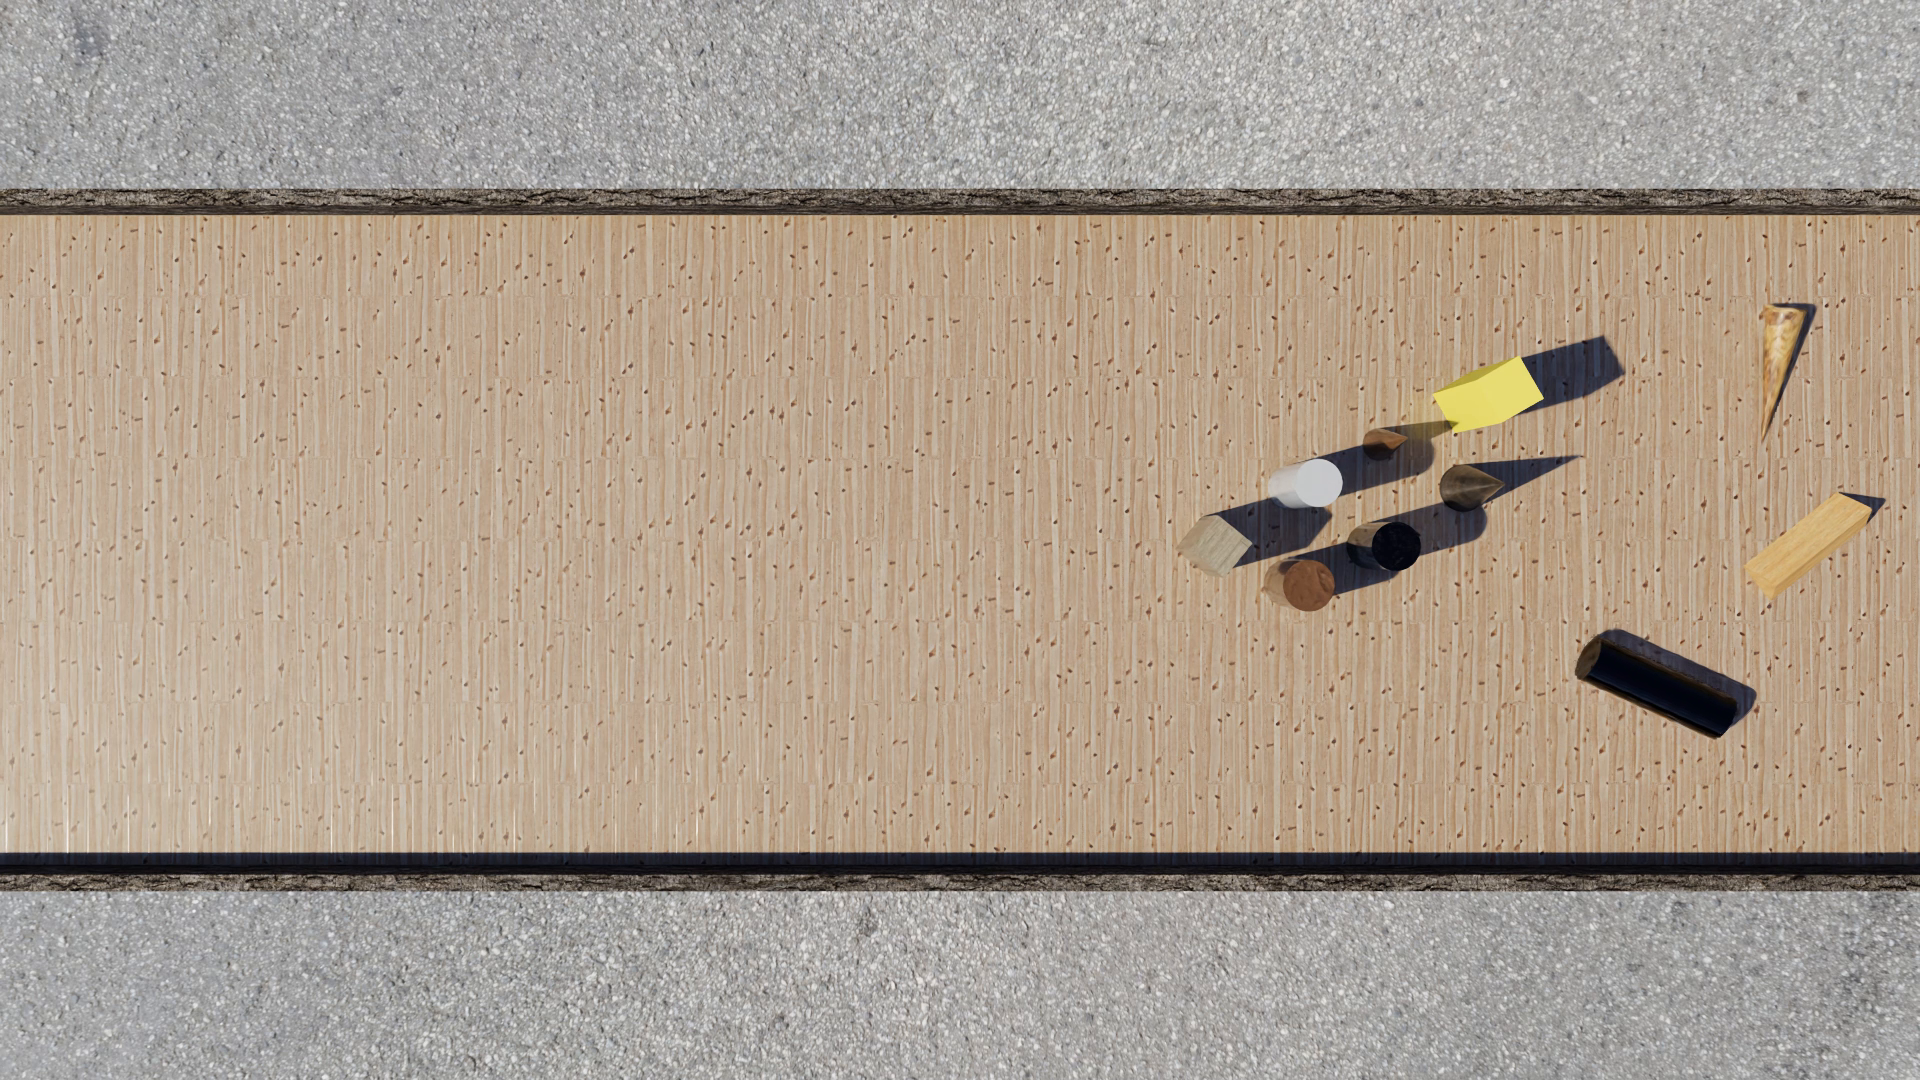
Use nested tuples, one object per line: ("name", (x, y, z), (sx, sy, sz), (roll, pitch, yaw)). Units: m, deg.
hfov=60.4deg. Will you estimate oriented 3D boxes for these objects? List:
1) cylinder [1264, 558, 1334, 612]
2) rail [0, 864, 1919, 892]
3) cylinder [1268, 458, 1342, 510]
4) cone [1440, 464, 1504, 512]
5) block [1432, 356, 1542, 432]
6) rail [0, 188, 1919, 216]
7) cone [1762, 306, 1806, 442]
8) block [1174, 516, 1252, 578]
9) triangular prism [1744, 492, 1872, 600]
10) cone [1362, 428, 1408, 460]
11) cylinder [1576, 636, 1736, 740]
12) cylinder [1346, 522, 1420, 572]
("cylinder", (1.010, 0.132, 4.926), (0.151, 0.301, 0.151), (0, 90, 0))
("rail", (-2.247, 1.025, 5.001), (12.000, 0.150, 0.050), (0, 90, 0))
("cylinder", (1.016, -0.162, 4.875), (0.136, 0.403, 0.136), (0, 90, 0))
("cone", (1.549, -0.160, 4.877), (0.147, 0.399, 0.147), (0, 90, 0))
("block", (1.548, -0.424, 4.859), (0.138, 0.434, 0.138), (-30, 90, 0))
("rail", (-2.247, -1.025, 5.002), (12.000, 0.150, 0.050), (0, 90, 0))
("cone", (2.489, -0.494, 5.047), (0.117, 0.117, 0.428), (6, 98, 0))
("block", (0.752, 0.019, 4.912), (0.129, 0.328, 0.129), (39, 90, 0))
("triangular prism", (2.595, 0.020, 5.015), (0.367, 0.117, 0.135), (-38, 90, 0))
("cone", (1.289, -0.294, 4.908), (0.101, 0.338, 0.101), (0, 90, 0))
("cylinder", (2.110, 0.448, 5.005), (0.444, 0.143, 0.143), (24, 90, 0))
("cylinder", (1.261, 0.019, 4.922), (0.143, 0.310, 0.143), (0, 90, 0))
